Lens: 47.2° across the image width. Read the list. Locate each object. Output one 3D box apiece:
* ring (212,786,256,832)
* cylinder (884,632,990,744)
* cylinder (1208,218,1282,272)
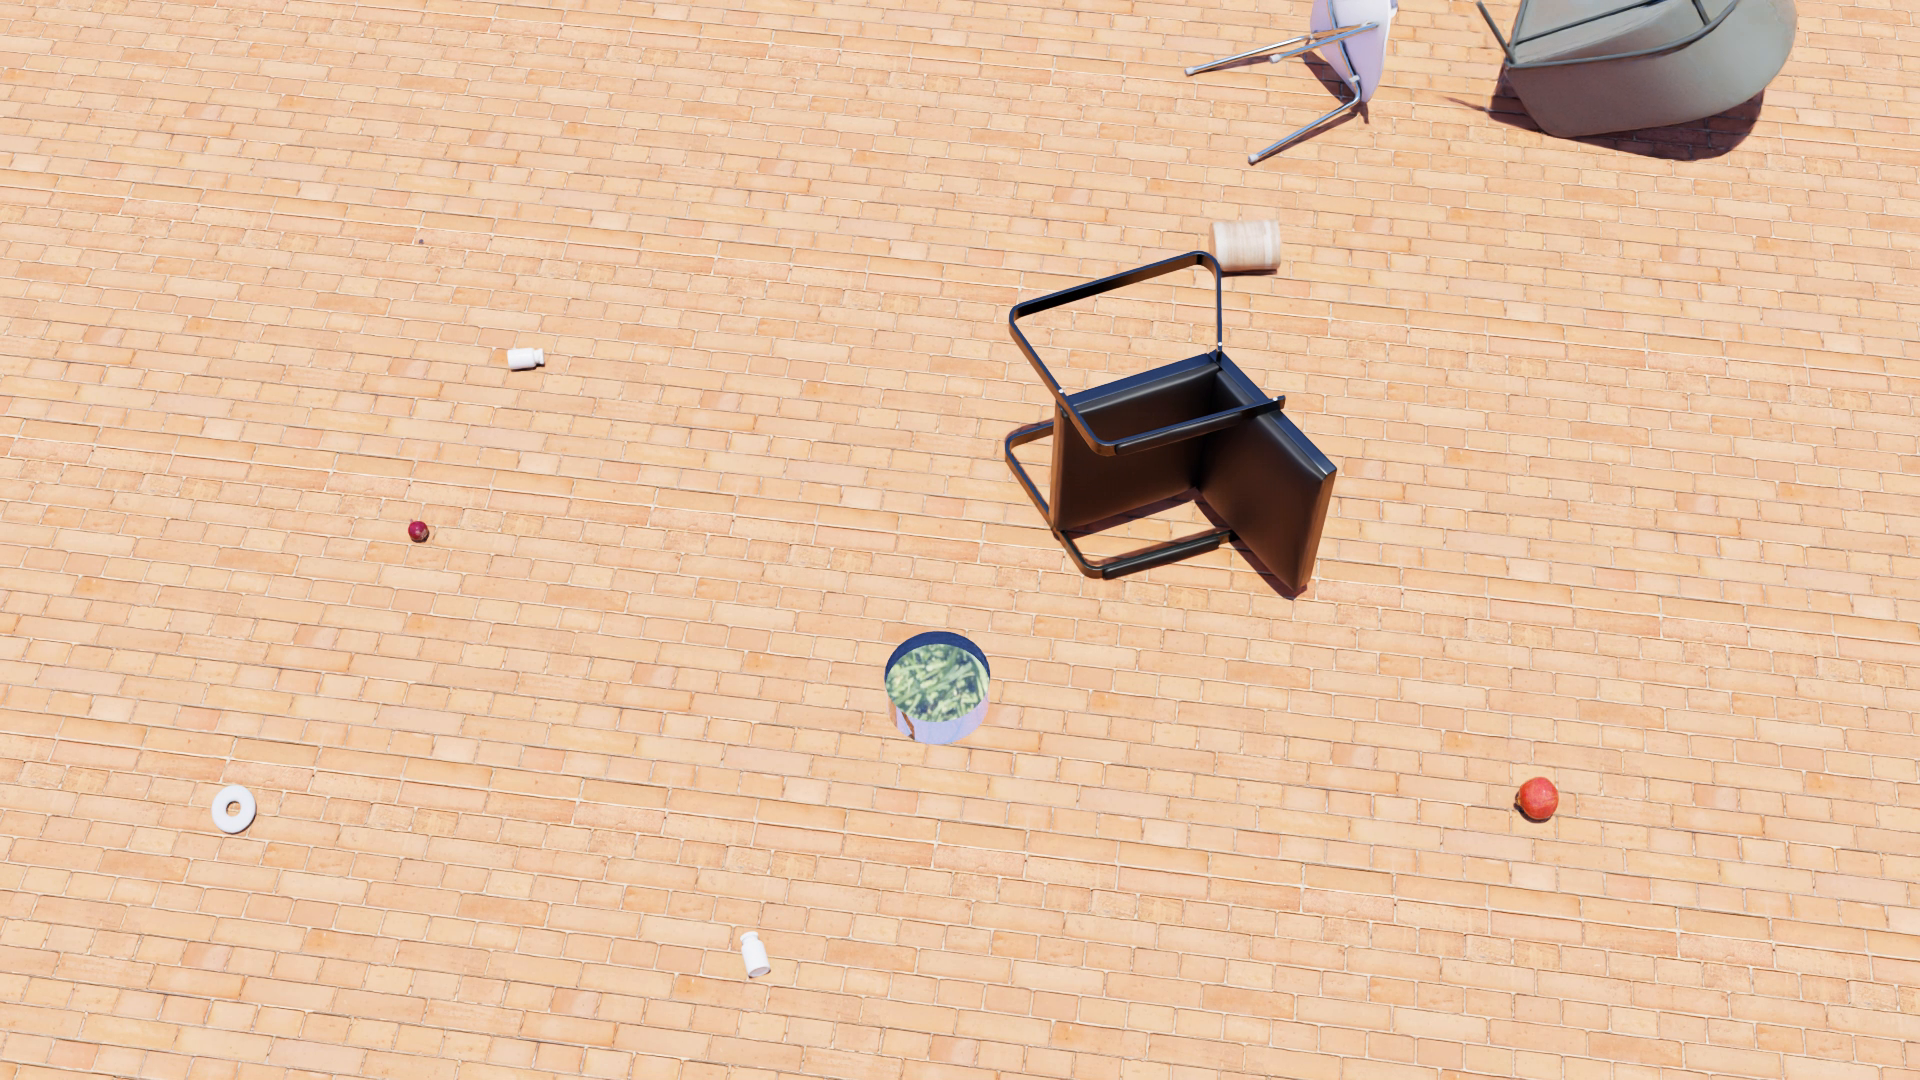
[{"bbox_3d":[-2.002,0.741,6.060,0.120,0.028,0.149,-15,57,-9],"label":"ring"},{"bbox_3d":[-0.064,0.417,6.217,0.300,0.129,0.295,-31,62,-19],"label":"cylinder"},{"bbox_3d":[0.924,-0.957,7.137,0.211,0.129,0.168,-3,70,-2],"label":"cylinder"}]
